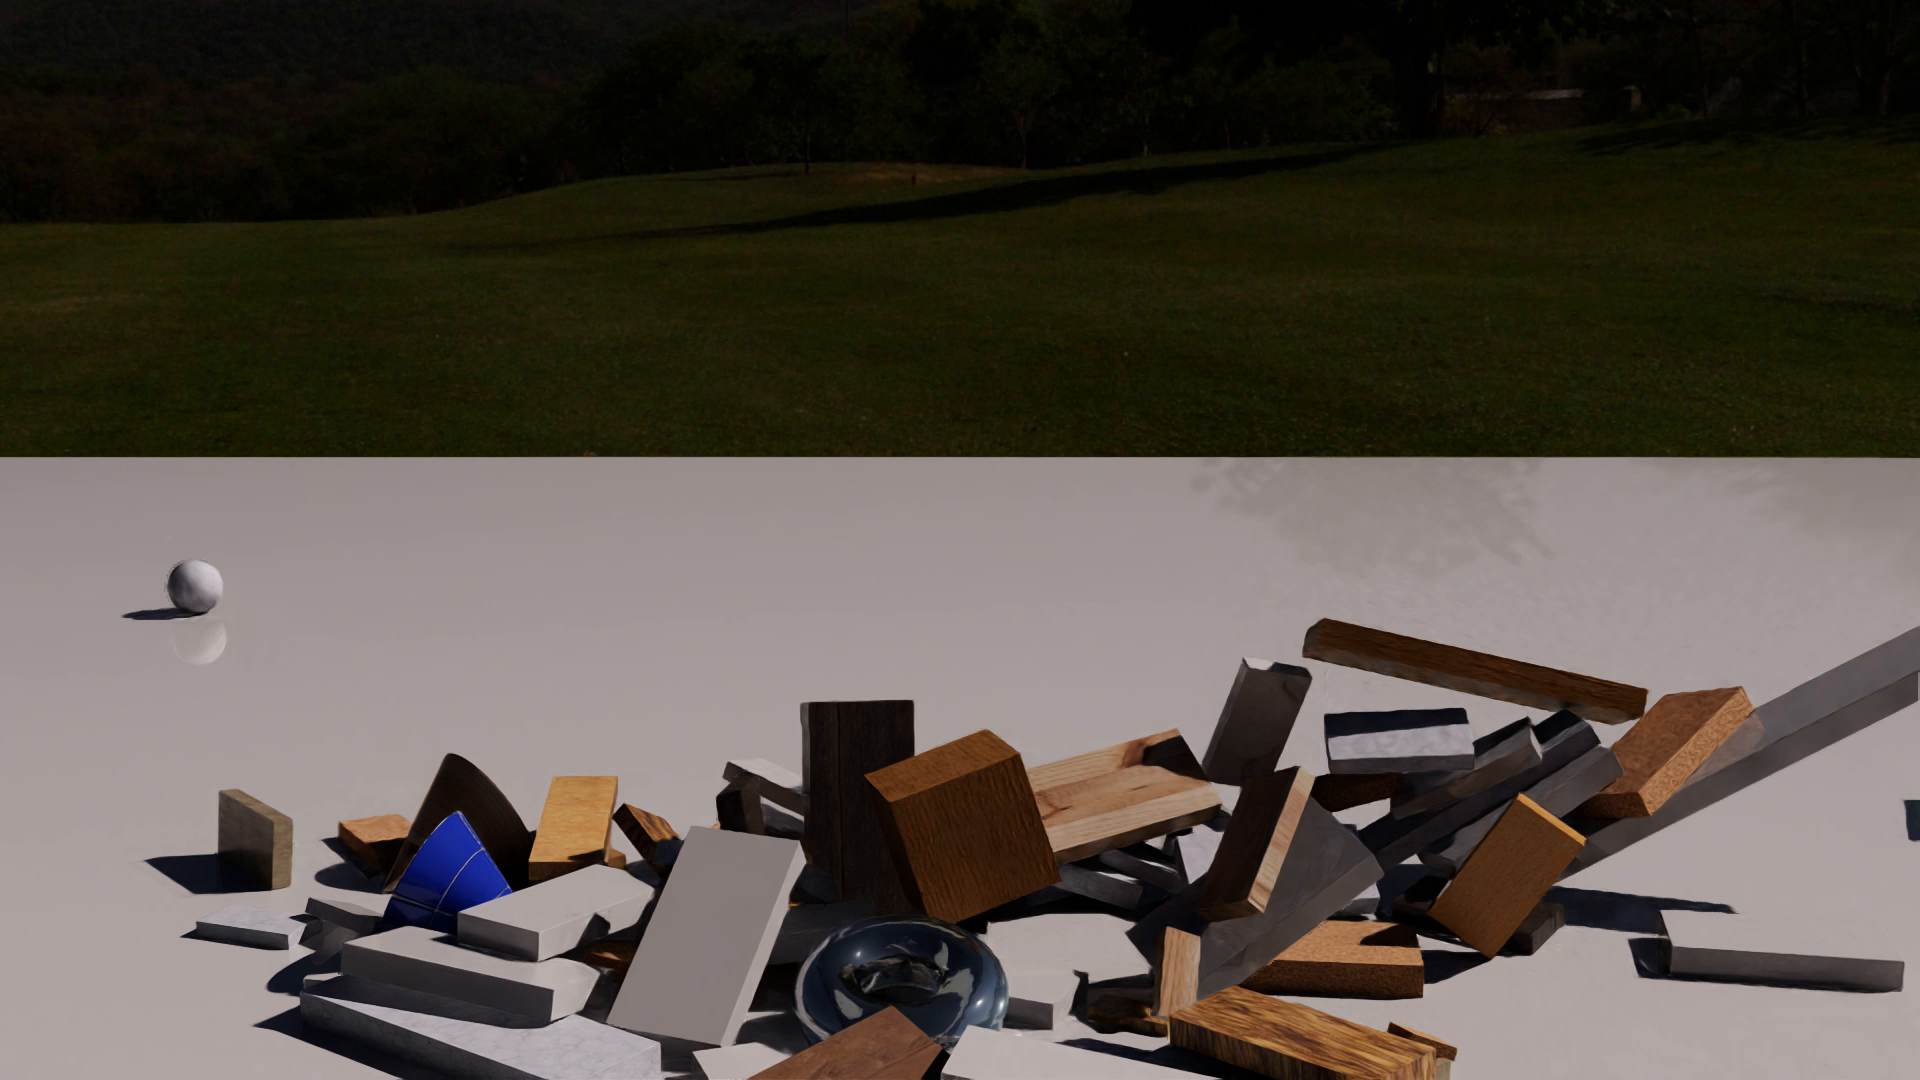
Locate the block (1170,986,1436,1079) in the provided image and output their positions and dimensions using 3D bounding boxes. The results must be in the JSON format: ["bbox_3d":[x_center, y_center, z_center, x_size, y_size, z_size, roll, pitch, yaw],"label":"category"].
[{"bbox_3d":[0.450,0.669,2.912,0.138,0.039,0.334,-13,15,-43],"label":"block"}]

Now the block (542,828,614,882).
[{"bbox_3d":[-0.650,0.527,3.748,0.109,0.031,0.218,0,12,-7],"label":"block"}]

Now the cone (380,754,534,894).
[{"bbox_3d":[-0.889,0.526,3.723,0.235,0.235,0.235,-40,32,-30],"label":"cone"}]

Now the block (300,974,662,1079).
[{"bbox_3d":[-0.671,0.681,3.044,0.542,0.049,0.171,8,13,36],"label":"block"}]

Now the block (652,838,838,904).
[{"bbox_3d":[-0.331,0.507,3.370,0.275,0.039,0.138,-5,-31,44],"label":"block"}]

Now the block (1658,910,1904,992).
[{"bbox_3d":[1.248,0.624,3.357,0.329,0.047,0.164,2,11,11],"label":"block"}]

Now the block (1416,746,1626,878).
[{"bbox_3d":[0.919,0.444,3.633,0.327,0.046,0.163,-33,9,-9],"label":"block"}]

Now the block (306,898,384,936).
[{"bbox_3d":[-0.944,0.599,3.468,0.174,0.025,0.087,9,-9,39],"label":"block"}]

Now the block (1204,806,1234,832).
[{"bbox_3d":[0.454,0.482,3.769,0.258,0.037,0.129,29,0,3],"label":"block"}]

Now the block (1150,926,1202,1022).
[{"bbox_3d":[0.299,0.604,3.042,0.063,0.125,0.018,22,-29,-27],"label":"block"}]

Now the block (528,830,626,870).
[{"bbox_3d":[-0.683,0.545,3.824,0.109,0.031,0.218,-8,13,-38],"label":"block"}]

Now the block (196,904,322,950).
[{"bbox_3d":[-1.110,0.612,3.484,0.174,0.025,0.087,4,11,20],"label":"block"}]

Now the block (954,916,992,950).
[{"bbox_3d":[-0.089,0.610,3.251,0.265,0.037,0.132,-8,7,4],"label":"block"}]

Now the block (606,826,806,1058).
[{"bbox_3d":[-0.356,0.567,3.116,0.171,0.049,0.343,6,48,17],"label":"block"}]

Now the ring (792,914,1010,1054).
[{"bbox_3d":[-0.082,0.630,3.048,0.302,0.101,0.302,1,26,0],"label":"ring"}]

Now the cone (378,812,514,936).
[{"bbox_3d":[-0.722,0.570,3.354,0.230,0.230,0.230,28,15,6],"label":"cone"}]

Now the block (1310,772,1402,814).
[{"bbox_3d":[0.633,0.433,3.762,0.235,0.033,0.117,-18,7,19],"label":"block"}]

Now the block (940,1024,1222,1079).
[{"bbox_3d":[0.241,0.707,2.742,0.518,0.043,0.152,10,12,11],"label":"block"}]

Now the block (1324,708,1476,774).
[{"bbox_3d":[0.729,0.335,3.662,0.235,0.033,0.117,-3,35,5],"label":"block"}]

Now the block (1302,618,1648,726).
[{"bbox_3d":[0.870,0.226,3.745,0.552,0.047,0.164,12,-10,1],"label":"block"}]

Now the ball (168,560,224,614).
[{"bbox_3d":[-2.016,0.123,5.799,0.141,0.141,0.141,0,11,0],"label":"ball"}]

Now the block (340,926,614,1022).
[{"bbox_3d":[-0.689,0.615,3.134,0.354,0.044,0.155,7,3,22],"label":"block"}]

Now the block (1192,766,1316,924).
[{"bbox_3d":[0.431,0.445,3.217,0.119,0.034,0.238,-24,31,52],"label":"block"}]

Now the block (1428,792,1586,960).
[{"bbox_3d":[0.832,0.513,3.356,0.119,0.238,0.034,35,22,8],"label":"block"}]

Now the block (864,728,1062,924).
[{"bbox_3d":[0.002,0.431,3.298,0.204,0.204,0.204,-20,9,-10],"label":"block"}]

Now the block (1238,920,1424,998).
[{"bbox_3d":[0.516,0.628,3.328,0.349,0.049,0.175,1,11,6],"label":"block"}]

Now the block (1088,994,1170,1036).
[{"bbox_3d":[0.252,0.679,3.143,0.125,0.018,0.063,6,12,28],"label":"block"}]

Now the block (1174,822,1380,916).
[{"bbox_3d":[0.512,0.543,3.573,0.303,0.043,0.152,-3,45,-8],"label":"block"}]

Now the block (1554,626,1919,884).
[{"bbox_3d":[1.364,0.306,3.607,1.126,0.046,0.163,-28,9,6],"label":"block"}]

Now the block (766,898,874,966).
[{"bbox_3d":[-0.283,0.587,3.258,0.310,0.044,0.155,-5,5,-1],"label":"block"}]

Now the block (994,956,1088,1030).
[{"bbox_3d":[0.039,0.654,3.224,0.265,0.037,0.132,5,12,24],"label":"block"}]

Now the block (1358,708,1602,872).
[{"bbox_3d":[0.832,0.438,3.689,0.495,0.037,0.129,-31,8,1],"label":"block"}]
